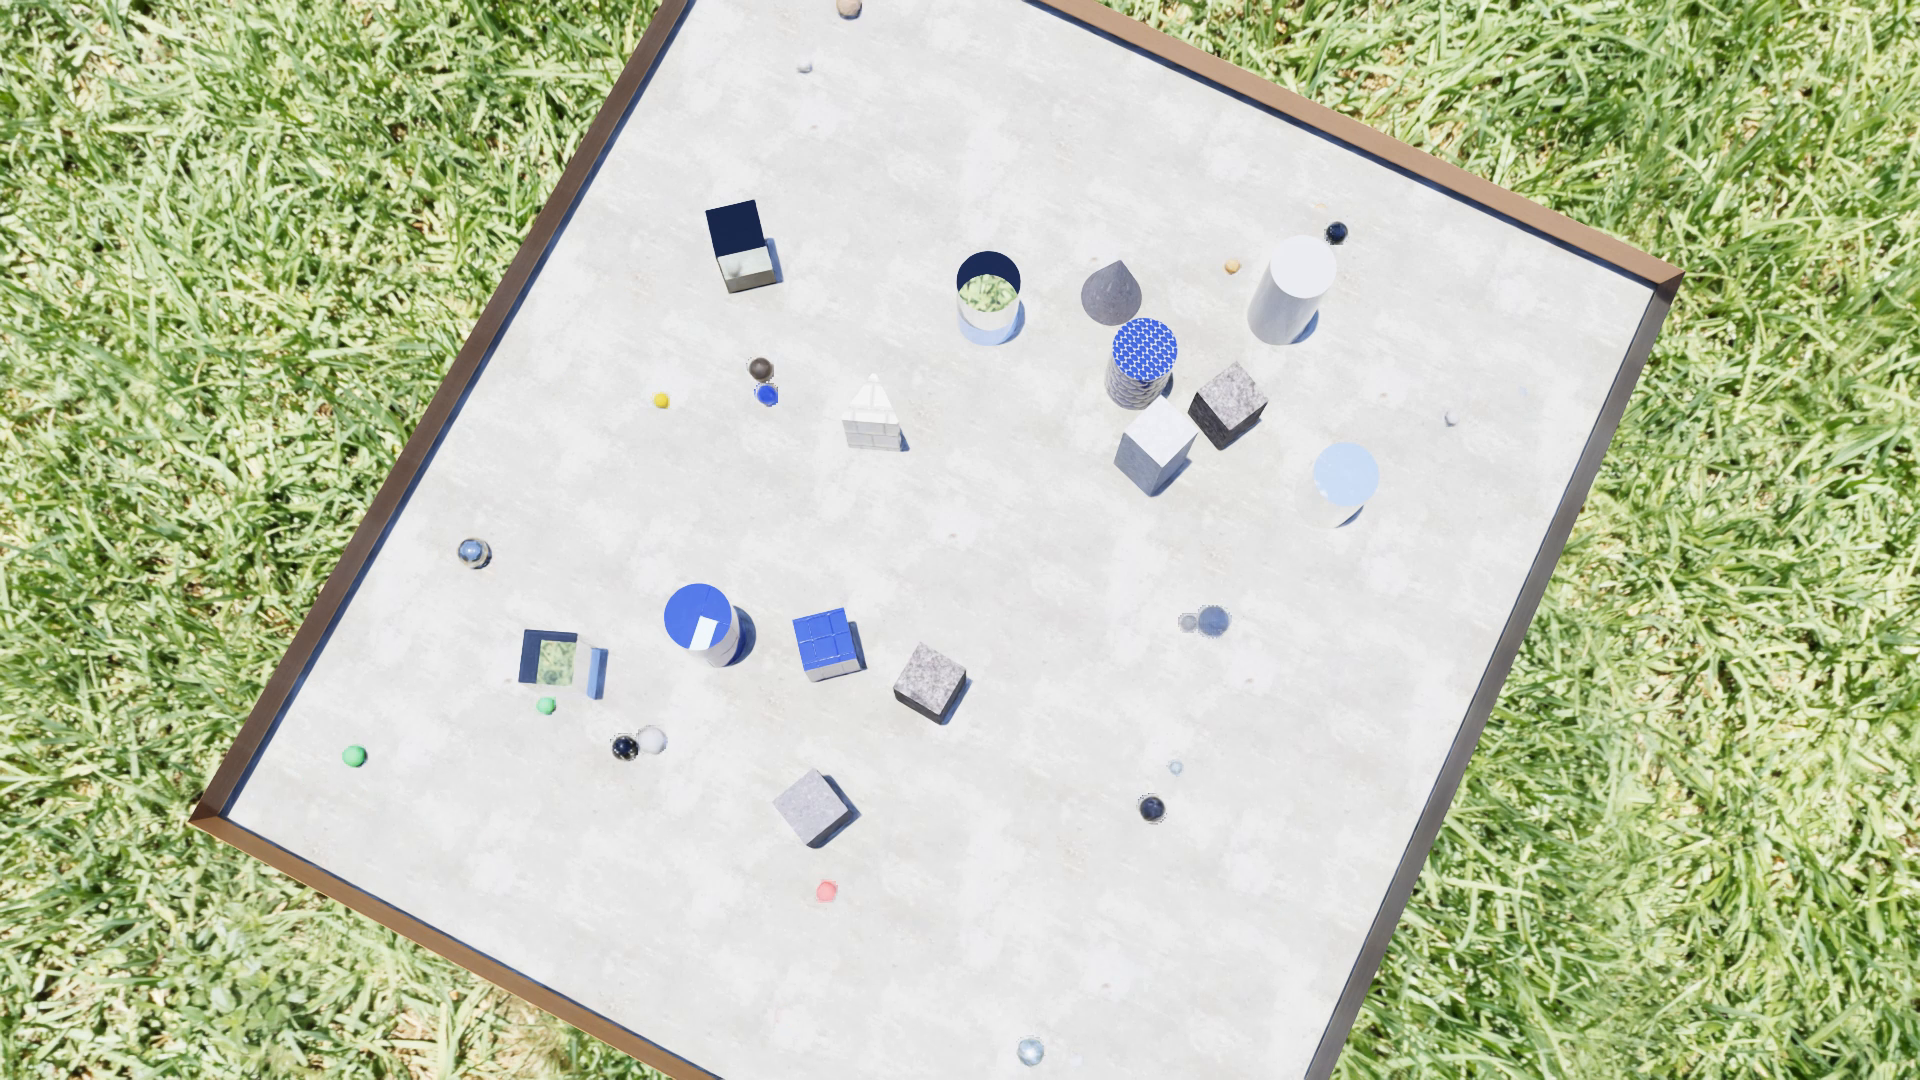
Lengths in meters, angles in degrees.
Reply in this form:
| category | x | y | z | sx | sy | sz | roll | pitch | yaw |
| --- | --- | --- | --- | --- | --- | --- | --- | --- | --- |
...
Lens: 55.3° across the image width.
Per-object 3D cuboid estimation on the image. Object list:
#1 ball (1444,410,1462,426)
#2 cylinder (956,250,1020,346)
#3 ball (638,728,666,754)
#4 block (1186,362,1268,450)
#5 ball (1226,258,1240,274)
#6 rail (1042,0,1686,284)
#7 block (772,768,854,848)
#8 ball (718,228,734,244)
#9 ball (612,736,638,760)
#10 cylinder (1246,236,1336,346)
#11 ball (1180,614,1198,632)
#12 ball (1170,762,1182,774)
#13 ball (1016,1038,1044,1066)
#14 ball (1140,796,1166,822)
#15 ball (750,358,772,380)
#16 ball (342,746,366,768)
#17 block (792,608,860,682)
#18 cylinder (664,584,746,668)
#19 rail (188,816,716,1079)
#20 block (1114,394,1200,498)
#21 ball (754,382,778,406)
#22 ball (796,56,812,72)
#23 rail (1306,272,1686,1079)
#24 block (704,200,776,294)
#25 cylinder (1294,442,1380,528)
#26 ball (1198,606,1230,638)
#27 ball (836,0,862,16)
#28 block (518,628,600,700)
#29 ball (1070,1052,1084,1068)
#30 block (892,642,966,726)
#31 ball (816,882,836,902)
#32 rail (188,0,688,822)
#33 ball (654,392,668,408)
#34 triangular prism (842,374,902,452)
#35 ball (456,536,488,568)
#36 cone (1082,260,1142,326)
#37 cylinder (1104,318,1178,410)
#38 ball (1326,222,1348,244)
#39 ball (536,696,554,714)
| category | x | y | z | sx | sy | sz | roll | pitch | yaw |
| --- | --- | --- | --- | --- | --- | --- | --- | --- | --- |
| ball | 1.526 | -0.379 | 5.670 | 0.049 | 0.049 | 0.049 | 0 | 78 | 0 |
| cylinder | 0.085 | -0.735 | 5.602 | 0.193 | 0.326 | 0.193 | 0 | 78 | 0 |
| ball | -0.917 | 0.597 | 5.452 | 0.080 | 0.080 | 0.080 | 0 | 78 | 0 |
| block | 0.814 | -0.406 | 5.577 | 0.154 | 0.241 | 0.154 | -37 | 81 | -7 |
| ball | 0.858 | -0.863 | 5.771 | 0.046 | 0.046 | 0.046 | 0 | 78 | 0 |
| rail | 0.775 | -1.512 | 5.864 | 3.261 | 0.125 | 0.045 | 26 | 80 | 5 |
| block | -0.422 | 0.779 | 5.299 | 0.154 | 0.306 | 0.154 | -39 | 81 | -7 |
| ball | -0.738 | -0.961 | 5.784 | 0.051 | 0.051 | 0.051 | 0 | 78 | 0 |
| ball | -0.999 | 0.619 | 5.450 | 0.076 | 0.076 | 0.076 | 0 | 78 | 0 |
| cylinder | 0.997 | -0.749 | 5.541 | 0.193 | 0.451 | 0.193 | 0 | 78 | 0 |
| ball | 0.692 | 0.251 | 5.539 | 0.050 | 0.050 | 0.050 | 0 | 78 | 0 |
| ball | 0.643 | 0.679 | 5.456 | 0.040 | 0.040 | 0.040 | 0 | 78 | 0 |
| ball | 0.203 | 1.474 | 5.271 | 0.079 | 0.079 | 0.079 | 0 | 78 | 0 |
| ball | 0.568 | 0.796 | 5.412 | 0.078 | 0.078 | 0.078 | 0 | 78 | 0 |
| ball | -0.619 | -0.530 | 5.689 | 0.064 | 0.064 | 0.064 | 0 | 78 | 0 |
| ball | -1.803 | 0.643 | 5.450 | 0.065 | 0.065 | 0.065 | 0 | 78 | 0 |
| block | -0.392 | 0.312 | 5.417 | 0.154 | 0.264 | 0.154 | -14 | 79 | -3 |
| cylinder | -0.742 | 0.255 | 5.372 | 0.193 | 0.375 | 0.193 | 0 | 78 | 0 |
| rail | -0.775 | 1.525 | 5.236 | 3.261 | 0.125 | 0.045 | 26 | 80 | 5 |
| block | 0.582 | -0.276 | 5.478 | 0.154 | 0.383 | 0.154 | 44 | 82 | 8 |
| ball | -0.599 | -0.450 | 5.677 | 0.073 | 0.073 | 0.073 | 0 | 78 | 0 |
| ball | -0.504 | -1.535 | 5.907 | 0.053 | 0.053 | 0.053 | 0 | 78 | 0 |
| rail | 1.437 | 0.710 | 5.405 | 0.045 | 0.125 | 3.515 | 26 | 80 | 5 |
| block | -0.672 | -0.899 | 5.638 | 0.154 | 0.322 | 0.154 | -13 | 79 | -3 |
| cylinder | 1.126 | -0.160 | 5.491 | 0.193 | 0.310 | 0.193 | 0 | 78 | 0 |
| ball | 0.764 | 0.245 | 5.517 | 0.096 | 0.096 | 0.096 | 0 | 78 | 0 |
| ball | -0.362 | -1.739 | 5.934 | 0.083 | 0.083 | 0.083 | 0 | 78 | 0 |
| block | -1.171 | 0.368 | 5.371 | 0.154 | 0.331 | 0.154 | 4 | 78 | 1 |
| ball | 0.337 | 1.501 | 5.284 | 0.043 | 0.043 | 0.043 | 0 | 78 | 0 |
| block | -0.087 | 0.424 | 5.377 | 0.154 | 0.298 | 0.154 | 30 | 80 | 6 |
| ball | -0.392 | 1.032 | 5.372 | 0.060 | 0.060 | 0.060 | 0 | 78 | 0 |
| rail | -1.437 | -0.697 | 5.696 | 0.045 | 0.125 | 3.515 | 26 | 80 | 5 |
| ball | -0.927 | -0.434 | 5.682 | 0.047 | 0.047 | 0.047 | 0 | 78 | 0 |
| triangular prism | -0.258 | -0.386 | 5.529 | 0.167 | 0.328 | 0.145 | 5 | 78 | 1 |
| ball | -1.480 | 0.037 | 5.562 | 0.092 | 0.092 | 0.092 | 0 | 78 | 0 |
| cone | 0.477 | -0.801 | 5.610 | 0.193 | 0.336 | 0.193 | 0 | 78 | 0 |
| cylinder | 0.545 | -0.530 | 5.558 | 0.193 | 0.328 | 0.193 | 0 | 78 | 0 |
| ball | 1.190 | -0.971 | 5.781 | 0.070 | 0.070 | 0.070 | 0 | 78 | 0 |
| ball | -1.240 | 0.495 | 5.484 | 0.054 | 0.054 | 0.054 | 0 | 78 | 0 |
